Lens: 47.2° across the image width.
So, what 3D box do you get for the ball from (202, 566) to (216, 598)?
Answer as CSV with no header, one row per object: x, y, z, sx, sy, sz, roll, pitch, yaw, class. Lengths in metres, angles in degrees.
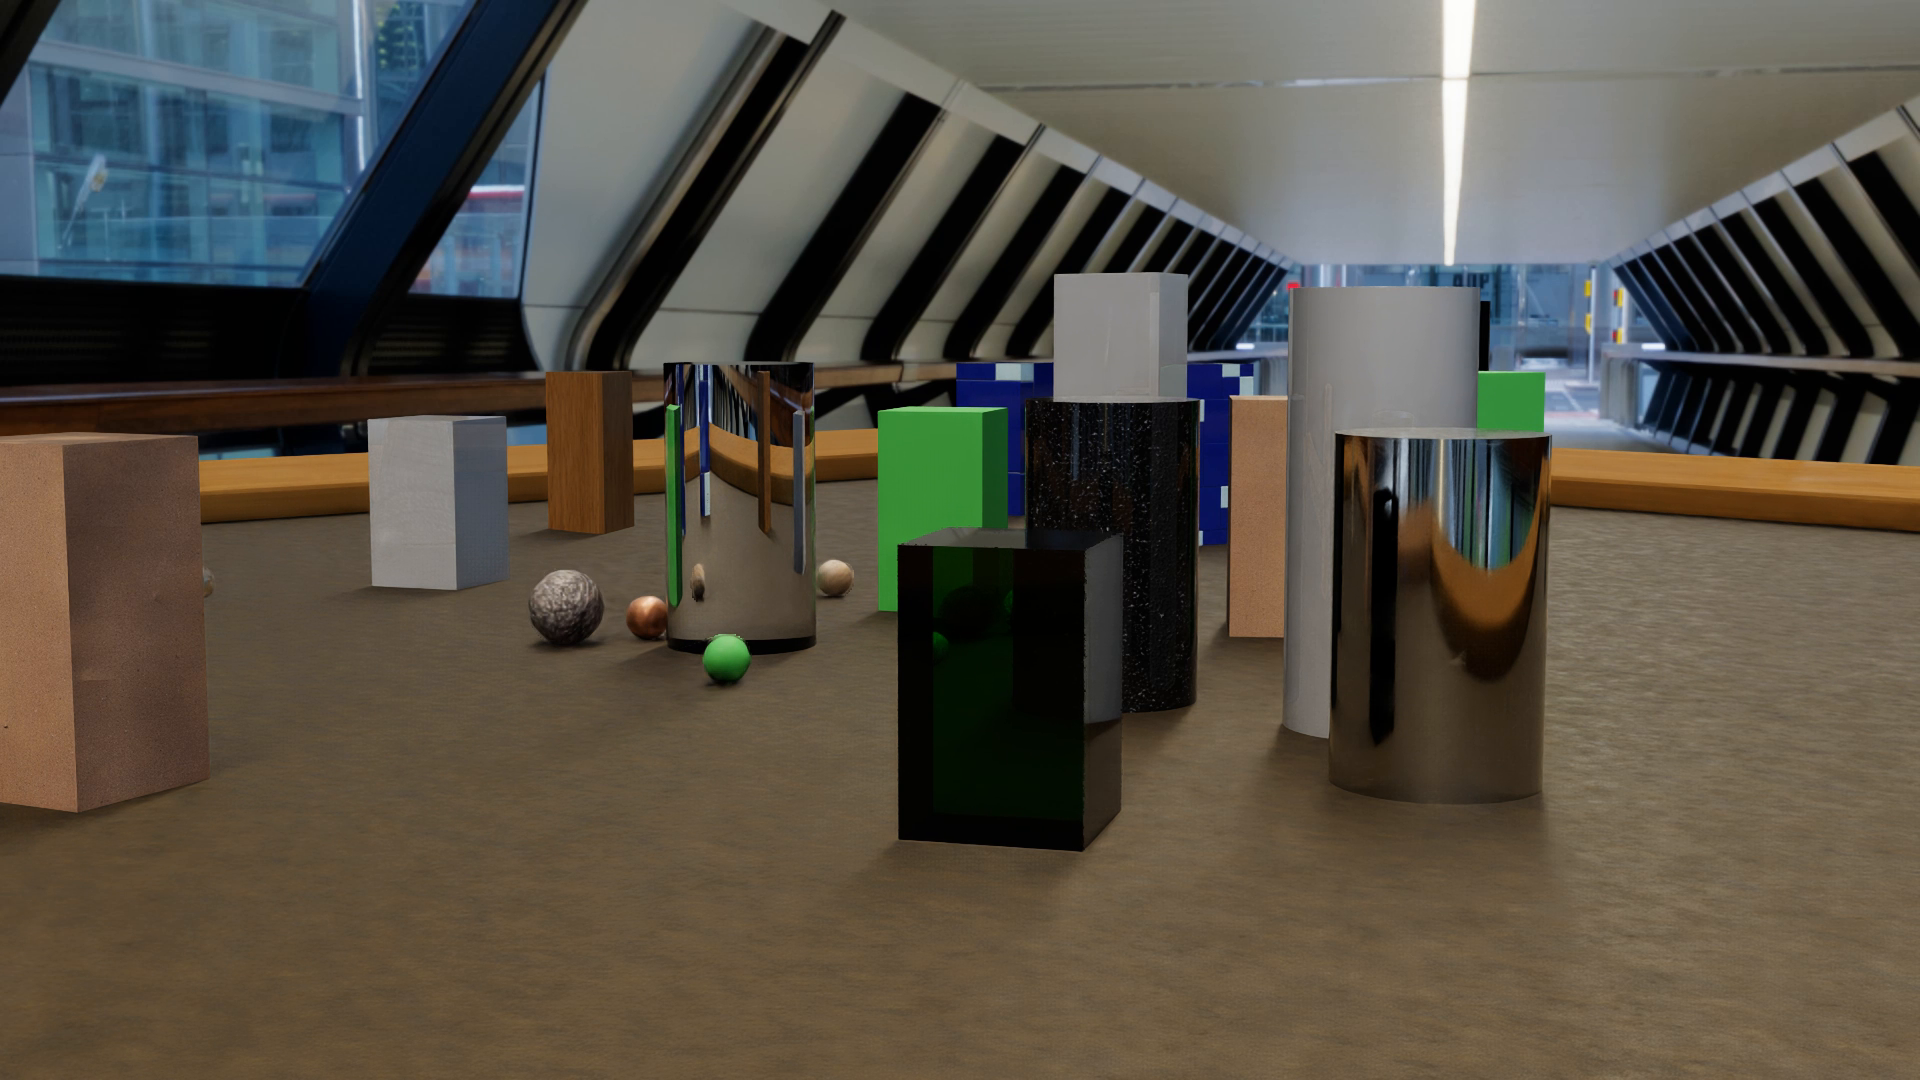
-1.177,0.066,3.390,0.055,0.055,0.055,0,6,0,ball

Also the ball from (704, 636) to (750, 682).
-0.280,0.143,2.641,0.056,0.056,0.056,0,6,0,ball

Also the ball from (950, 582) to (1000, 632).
0.020,0.094,3.051,0.070,0.070,0.070,0,6,0,ball

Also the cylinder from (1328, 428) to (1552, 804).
0.451,0.065,2.072,0.199,0.331,0.199,0,6,0,cylinder

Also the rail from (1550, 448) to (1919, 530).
1.595,-0.119,4.796,0.045,0.130,4.096,-5,8,-42,rail

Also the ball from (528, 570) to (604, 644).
-0.528,0.090,2.949,0.100,0.100,0.100,0,6,0,ball

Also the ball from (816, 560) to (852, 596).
-0.197,0.060,3.442,0.057,0.057,0.057,0,6,0,ball

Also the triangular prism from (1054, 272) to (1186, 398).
0.232,-0.089,2.774,0.150,0.490,0.173,-5,8,-42,triangular prism

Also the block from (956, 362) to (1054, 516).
0.100,-0.229,4.892,0.160,0.330,0.160,3,7,29,block

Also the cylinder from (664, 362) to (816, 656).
-0.292,-0.047,2.932,0.199,0.376,0.199,0,6,0,cylinder

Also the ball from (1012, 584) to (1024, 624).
0.106,0.091,3.100,0.066,0.066,0.066,0,6,0,ball

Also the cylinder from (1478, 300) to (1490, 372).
0.977,-0.255,4.496,0.199,0.465,0.199,0,6,0,cylinder

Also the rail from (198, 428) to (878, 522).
-1.373,-0.120,4.811,4.388,0.130,0.045,-5,8,-42,rail

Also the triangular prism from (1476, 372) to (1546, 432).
0.626,-0.031,2.813,0.173,0.368,0.150,-3,7,-25,triangular prism

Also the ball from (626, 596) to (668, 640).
-0.425,0.105,2.991,0.060,0.060,0.060,0,6,0,ball

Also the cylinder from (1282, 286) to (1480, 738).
0.448,-0.034,2.350,0.199,0.469,0.199,0,6,0,cylinder

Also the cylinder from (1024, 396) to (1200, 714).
0.174,0.011,2.523,0.199,0.345,0.199,0,6,0,cylinder

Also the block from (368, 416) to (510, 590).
-0.854,-0.065,3.609,0.160,0.270,0.160,2,6,20,block

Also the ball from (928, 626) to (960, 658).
-0.019,0.131,2.830,0.041,0.041,0.041,0,6,0,ball

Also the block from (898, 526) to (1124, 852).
0.046,0.123,1.901,0.160,0.251,0.160,2,6,16,block

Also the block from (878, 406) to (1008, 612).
-0.024,-0.048,3.321,0.160,0.297,0.160,2,6,15,block

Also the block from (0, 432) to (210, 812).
-0.823,0.069,2.048,0.160,0.328,0.160,3,7,26,block

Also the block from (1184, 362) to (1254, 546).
0.454,-0.170,4.264,0.160,0.343,0.160,-3,7,-30,block

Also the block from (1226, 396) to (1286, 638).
0.457,-0.036,3.073,0.160,0.325,0.160,1,6,5,block

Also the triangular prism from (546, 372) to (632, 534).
-0.730,-0.183,4.500,0.173,0.321,0.150,5,8,42,triangular prism
